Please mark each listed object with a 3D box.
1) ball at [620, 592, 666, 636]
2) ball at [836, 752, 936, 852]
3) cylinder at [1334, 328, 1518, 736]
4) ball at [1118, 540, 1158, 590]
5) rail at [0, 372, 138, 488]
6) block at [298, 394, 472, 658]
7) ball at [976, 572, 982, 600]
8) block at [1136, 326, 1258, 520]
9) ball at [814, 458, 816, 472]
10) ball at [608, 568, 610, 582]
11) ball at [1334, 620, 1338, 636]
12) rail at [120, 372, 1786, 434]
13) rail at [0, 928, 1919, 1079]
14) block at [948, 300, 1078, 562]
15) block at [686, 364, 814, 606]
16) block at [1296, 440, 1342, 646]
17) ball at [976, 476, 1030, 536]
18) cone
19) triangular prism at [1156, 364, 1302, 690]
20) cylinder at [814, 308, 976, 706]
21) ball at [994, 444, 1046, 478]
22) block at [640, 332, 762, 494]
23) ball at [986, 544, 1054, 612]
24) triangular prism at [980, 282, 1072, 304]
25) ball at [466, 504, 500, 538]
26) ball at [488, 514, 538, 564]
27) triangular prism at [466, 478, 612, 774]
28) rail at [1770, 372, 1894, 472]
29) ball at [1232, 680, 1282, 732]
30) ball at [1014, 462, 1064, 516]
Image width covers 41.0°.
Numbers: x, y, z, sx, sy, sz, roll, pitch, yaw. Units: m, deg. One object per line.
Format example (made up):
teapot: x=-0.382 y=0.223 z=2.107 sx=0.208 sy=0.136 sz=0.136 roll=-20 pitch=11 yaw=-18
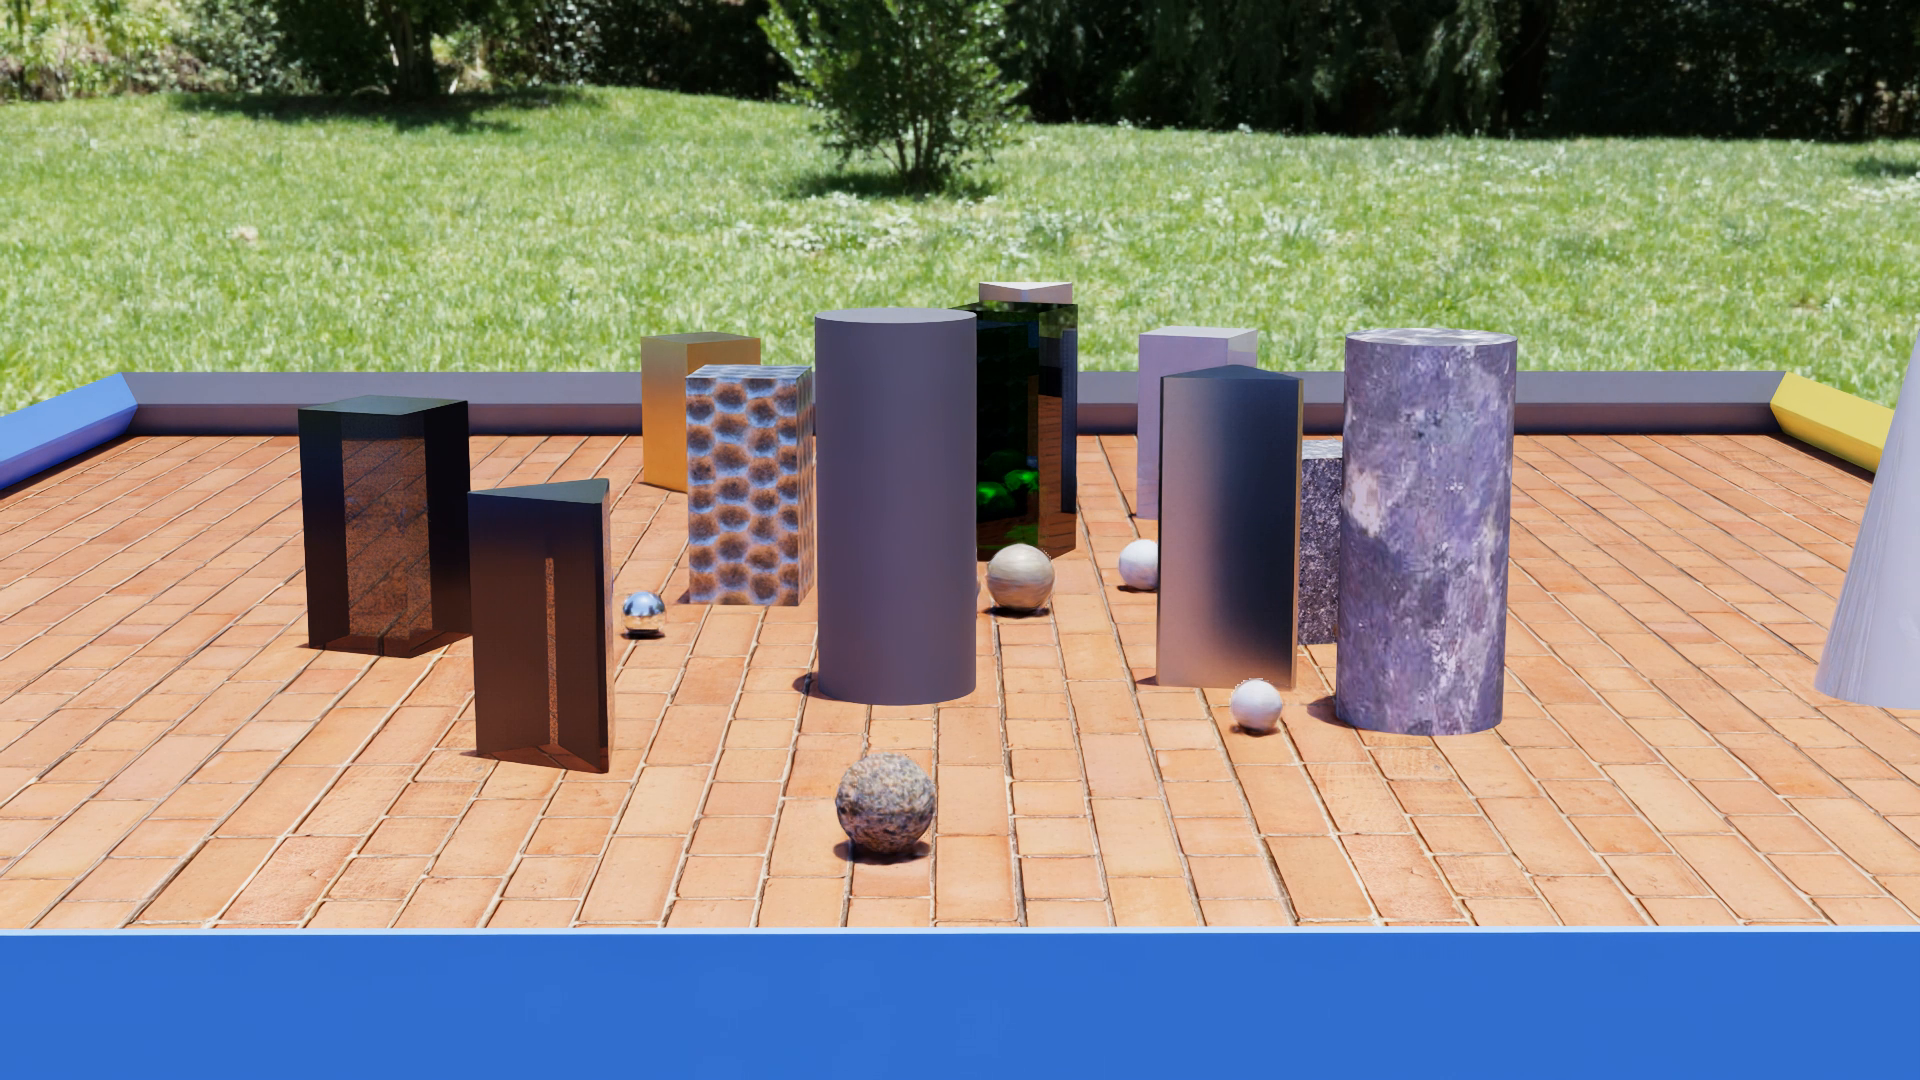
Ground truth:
ball: x=-0.406 y=0.094 z=3.289 sx=0.058 sy=0.058 sz=0.058 roll=0 pitch=11 yaw=0
ball: x=-0.069 y=0.244 z=2.390 sx=0.093 sy=0.093 sz=0.093 roll=0 pitch=11 yaw=0
cylinder: x=0.517 y=-0.013 z=2.857 sx=0.186 sy=0.428 sz=0.186 roll=0 pitch=11 yaw=0
ball: x=0.256 y=0.034 z=3.581 sx=0.069 sy=0.069 sz=0.069 roll=0 pitch=11 yaw=0
rail: x=-1.623 y=0.033 z=3.440 sx=0.045 sy=0.121 sz=3.309 roll=0 pitch=11 yaw=0
block: x=-0.720 y=-0.020 z=3.233 sx=0.149 sy=0.303 sz=0.149 roll=4 pitch=11 yaw=22
ball: x=-0.008 y=0.061 z=3.425 sx=0.072 sy=0.072 sz=0.072 roll=0 pitch=11 yaw=0
block: x=0.383 y=-0.188 z=4.144 sx=0.149 sy=0.298 sz=0.149 roll=5 pitch=12 yaw=24
ball: x=-0.273 y=-0.134 z=4.557 sx=0.040 sy=0.040 sz=0.040 roll=0 pitch=11 yaw=0
ball: x=-0.508 y=0.050 z=3.560 sx=0.046 sy=0.046 sz=0.046 roll=0 pitch=11 yaw=0
ball: x=0.492 y=0.113 z=3.229 sx=0.044 sy=0.044 sz=0.044 roll=0 pitch=11 yaw=0
rail: x=-0.009 y=-0.268 z=5.052 sx=3.293 sy=0.121 sz=0.045 roll=0 pitch=11 yaw=0
rail: x=0.009 y=0.331 z=1.847 sx=3.293 sy=0.121 sz=0.045 roll=0 pitch=11 yaw=0
block: x=0.077 y=-0.162 z=3.809 sx=0.149 sy=0.370 sz=0.149 roll=5 pitch=12 yaw=24
block: x=-0.286 y=-0.077 z=3.520 sx=0.149 sy=0.310 sz=0.149 roll=1 pitch=11 yaw=5
block: x=0.436 y=0.002 z=3.295 sx=0.149 sy=0.238 sz=0.149 roll=-3 pitch=11 yaw=-13
ball: x=0.064 y=-0.054 z=3.985 sx=0.093 sy=0.093 sz=0.093 roll=0 pitch=11 yaw=0
cone: x=1.098 y=-0.037 z=2.969 sx=0.186 sy=0.435 sz=0.186 roll=0 pitch=11 yaw=0
triangular prism: x=0.322 y=-0.019 z=3.054 sx=0.161 sy=0.366 sz=0.140 roll=2 pitch=11 yaw=8
cylinder: x=-0.074 y=-0.043 z=2.986 sx=0.186 sy=0.439 sz=0.186 roll=0 pitch=11 yaw=0
ball: x=0.102 y=-0.117 z=4.329 sx=0.092 sy=0.092 sz=0.092 roll=0 pitch=11 yaw=0
block: x=-0.448 y=-0.223 z=4.447 sx=0.149 sy=0.257 sz=0.149 roll=-8 pitch=13 yaw=-38
ball: x=0.080 y=0.051 z=3.428 sx=0.092 sy=0.092 sz=0.092 roll=0 pitch=11 yaw=0
triangular prism: x=0.093 y=-0.275 z=4.482 sx=0.140 sy=0.345 sz=0.161 roll=7 pitch=12 yaw=32
ball: x=-0.735 y=-0.028 z=3.961 sx=0.052 sy=0.052 sz=0.052 roll=0 pitch=11 yaw=0
ball: x=-0.655 y=-0.001 z=3.759 sx=0.073 sy=0.073 sz=0.073 roll=0 pitch=11 yaw=0
triangular prism: x=-0.411 y=0.084 z=2.726 sx=0.161 sy=0.284 sz=0.140 roll=5 pitch=12 yaw=25
rail: x=1.623 y=0.029 z=3.459 sx=0.045 sy=0.121 sz=3.309 roll=0 pitch=11 yaw=0
ball: x=0.327 y=0.182 z=2.823 sx=0.056 sy=0.056 sz=0.056 roll=0 pitch=11 yaw=0
ball: x=0.125 y=-0.083 z=4.162 sx=0.086 sy=0.086 sz=0.086 roll=0 pitch=11 yaw=0
